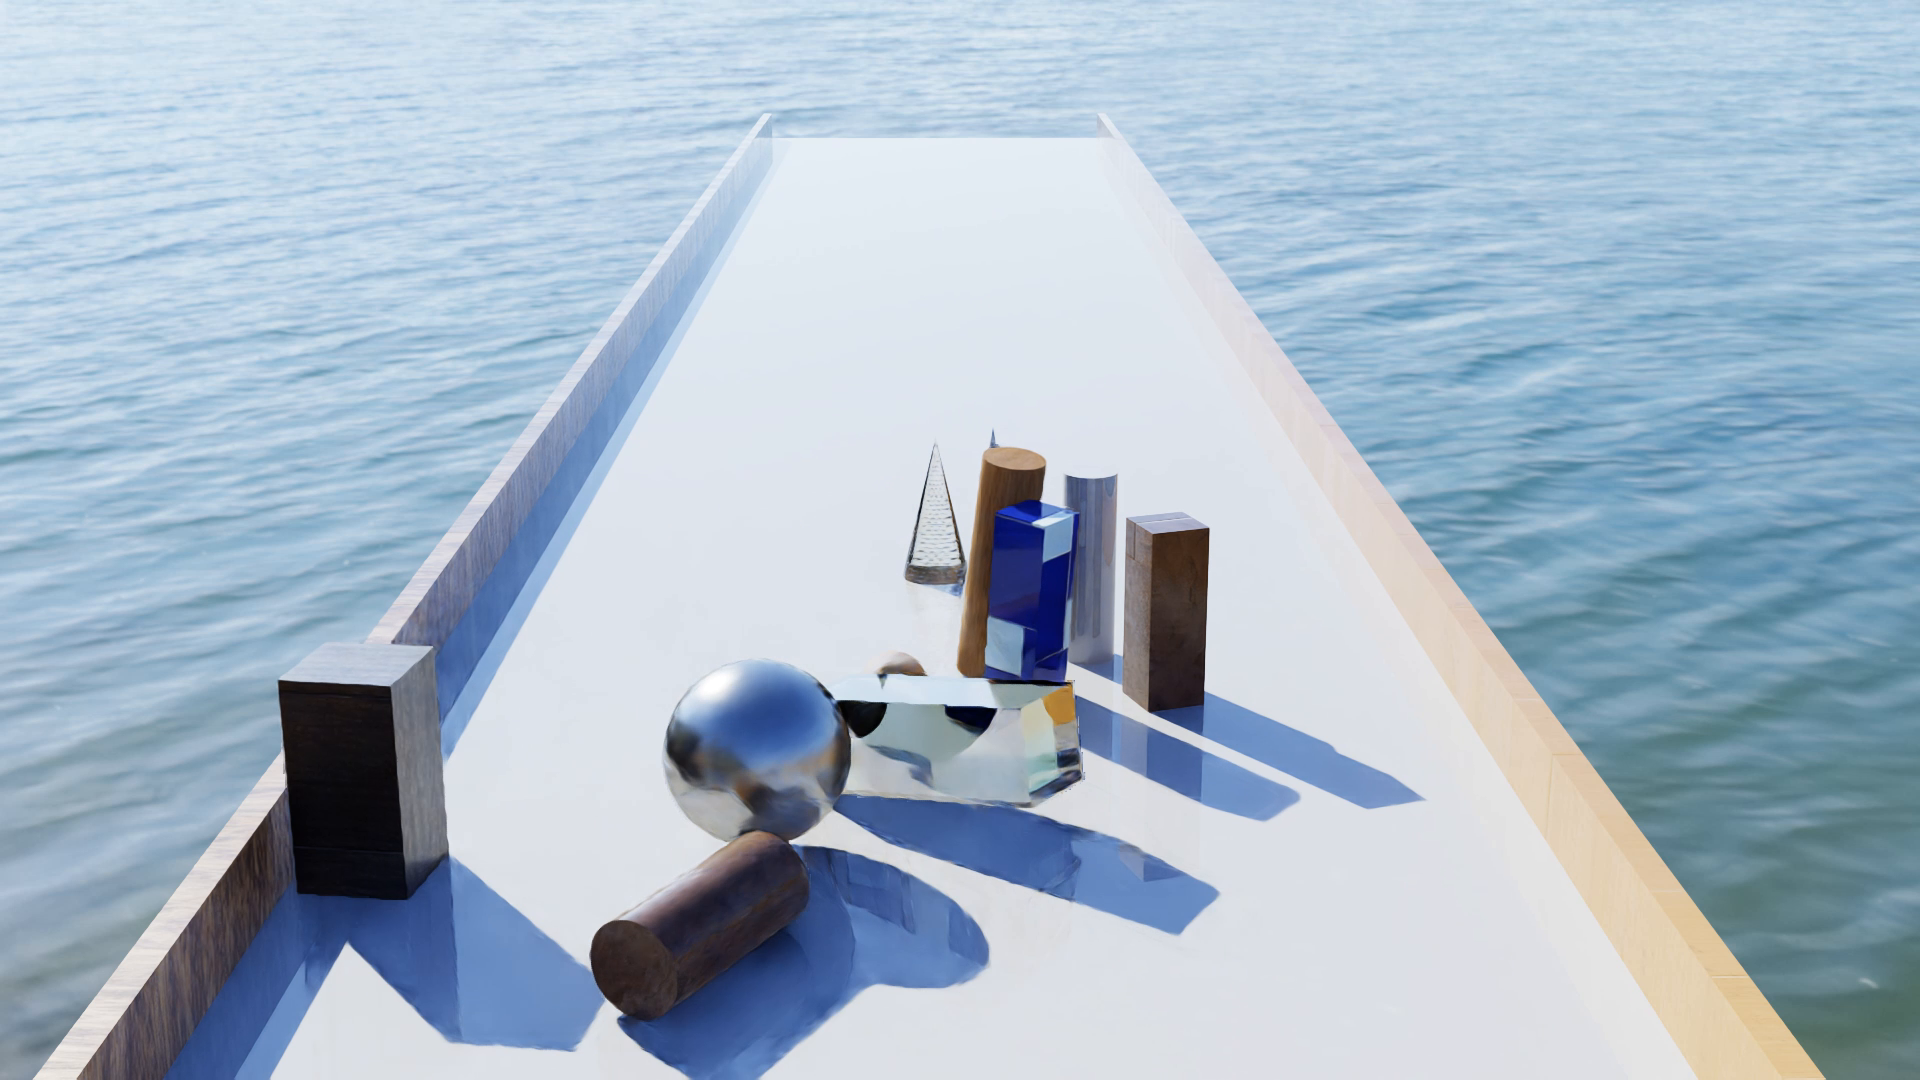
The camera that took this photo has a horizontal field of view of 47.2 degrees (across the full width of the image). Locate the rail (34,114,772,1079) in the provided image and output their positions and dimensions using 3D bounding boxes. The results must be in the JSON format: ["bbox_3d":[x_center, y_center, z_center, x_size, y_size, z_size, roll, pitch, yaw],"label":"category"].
[{"bbox_3d":[-1.118,-0.838,7.780,0.050,0.150,12.000,0,17,-1],"label":"rail"}]

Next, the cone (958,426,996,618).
[{"bbox_3d":[0.069,-0.040,4.635,0.143,0.413,0.143,0,17,0],"label":"cone"}]

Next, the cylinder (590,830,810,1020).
[{"bbox_3d":[-0.366,0.544,3.137,0.148,0.148,0.333,9,19,27],"label":"cylinder"}]

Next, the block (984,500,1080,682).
[{"bbox_3d":[0.133,0.124,4.142,0.112,0.373,0.112,17,23,33],"label":"block"}]

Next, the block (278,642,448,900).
[{"bbox_3d":[-0.922,0.356,3.413,0.177,0.351,0.177,2,17,8],"label":"block"}]

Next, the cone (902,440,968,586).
[{"bbox_3d":[-0.054,-0.074,4.916,0.152,0.320,0.152,0,17,0],"label":"cone"}]

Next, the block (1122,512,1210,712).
[{"bbox_3d":[0.388,0.135,4.159,0.117,0.350,0.117,-6,18,-19],"label":"block"}]

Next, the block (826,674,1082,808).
[{"bbox_3d":[-0.037,0.332,3.690,0.448,0.165,0.165,0,12,33],"label":"block"}]

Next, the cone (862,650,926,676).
[{"bbox_3d":[-0.131,0.245,3.948,0.127,0.127,0.302,1,-9,3],"label":"cone"}]

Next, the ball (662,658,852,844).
[{"bbox_3d":[-0.322,0.338,3.495,0.299,0.299,0.299,0,17,0],"label":"ball"}]

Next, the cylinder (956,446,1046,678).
[{"bbox_3d":[0.078,0.049,4.260,0.123,0.444,0.123,6,22,-2],"label":"cylinder"}]

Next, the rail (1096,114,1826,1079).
[{"bbox_3d":[0.932,-0.844,7.801,0.050,0.150,12.000,0,17,-1],"label":"rail"}]

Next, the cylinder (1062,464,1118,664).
[{"bbox_3d":[0.257,0.049,4.387,0.110,0.385,0.110,0,17,0],"label":"cylinder"}]
